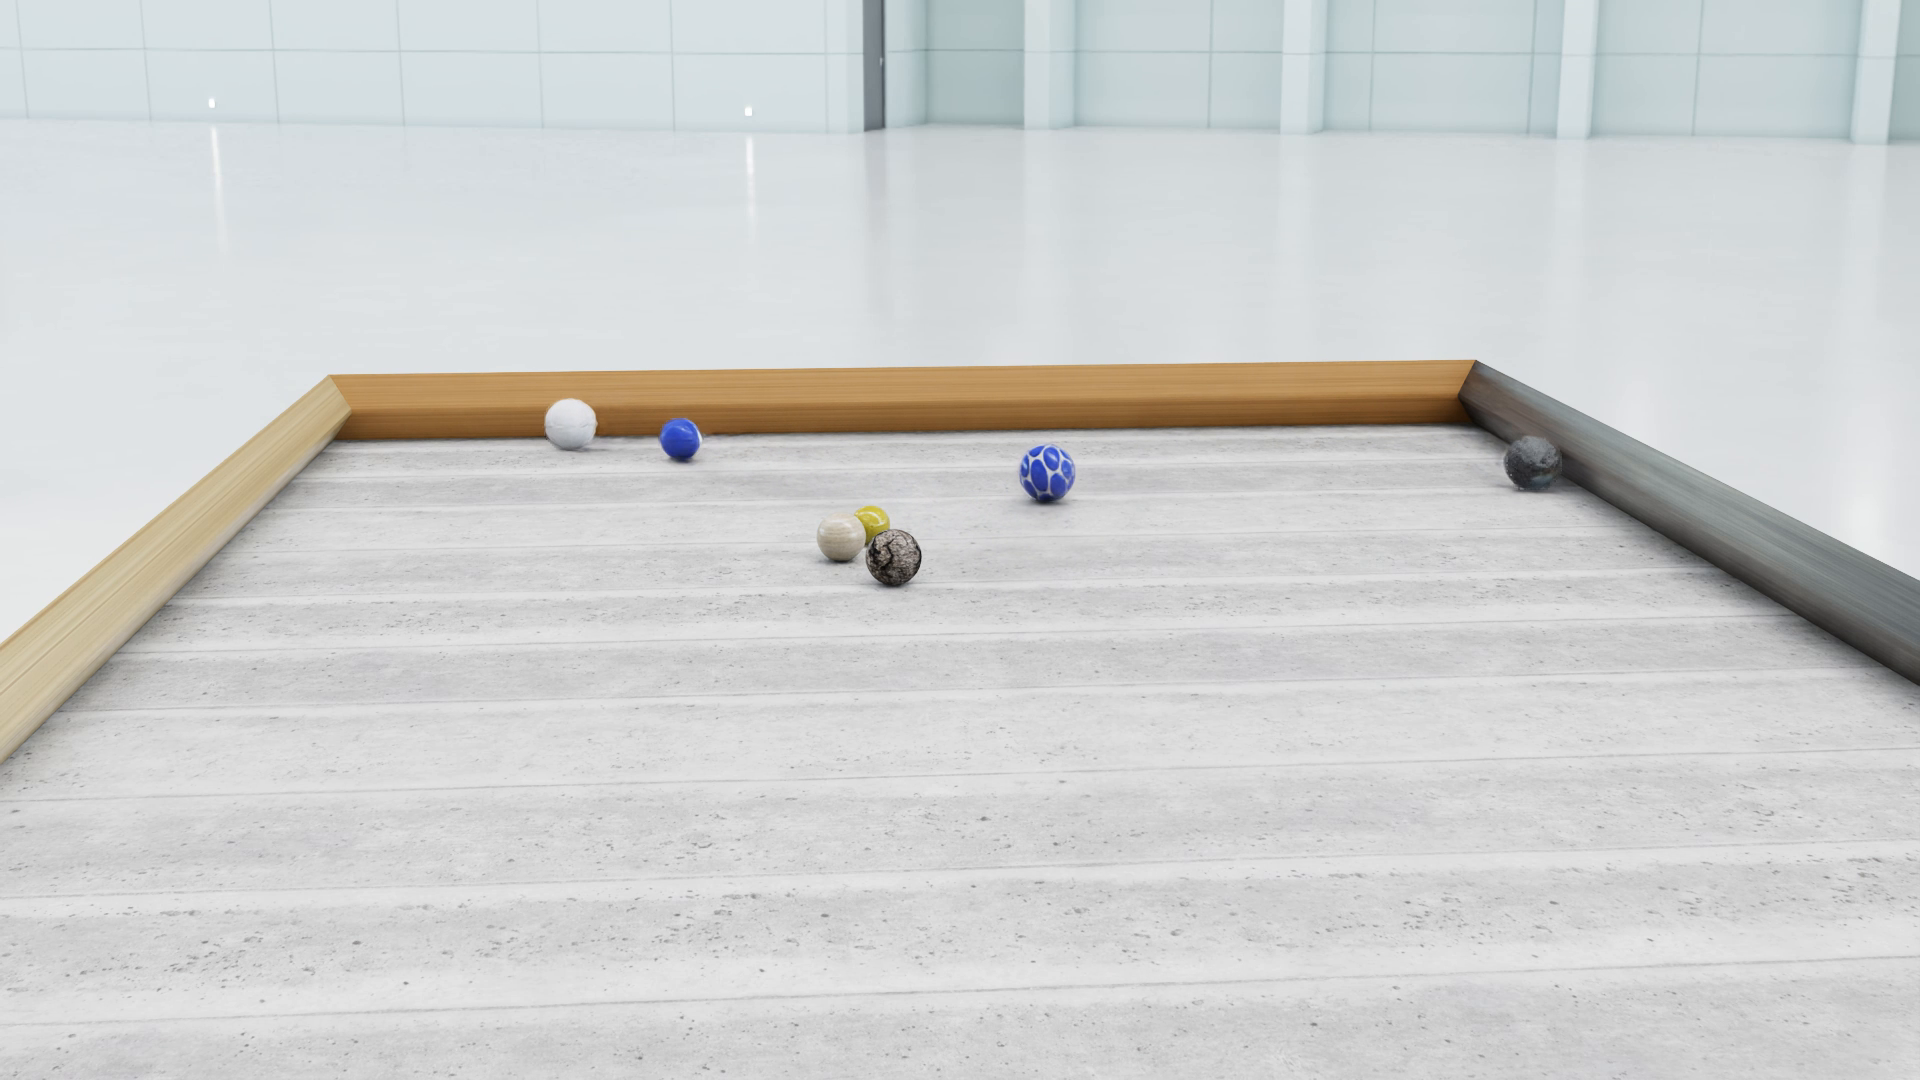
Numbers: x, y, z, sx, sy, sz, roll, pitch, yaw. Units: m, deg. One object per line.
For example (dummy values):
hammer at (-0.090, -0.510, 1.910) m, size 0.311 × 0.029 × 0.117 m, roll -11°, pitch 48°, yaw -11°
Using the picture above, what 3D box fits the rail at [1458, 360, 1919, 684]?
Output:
rail at (1.087, 0.193, 2.101) m, size 0.045 × 0.115 × 4.001 m, roll -1°, pitch 14°, yaw -5°

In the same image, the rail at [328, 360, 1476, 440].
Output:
rail at (-0.080, -0.249, 3.935) m, size 2.064 × 0.115 × 0.045 m, roll -1°, pitch 14°, yaw -5°

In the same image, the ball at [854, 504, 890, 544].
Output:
ball at (-0.127, -0.021, 3.119) m, size 0.057 × 0.057 × 0.057 m, roll 0°, pitch 14°, yaw 0°

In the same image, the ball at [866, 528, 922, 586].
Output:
ball at (-0.088, 0.023, 2.900) m, size 0.075 × 0.075 × 0.075 m, roll 0°, pitch 14°, yaw 0°

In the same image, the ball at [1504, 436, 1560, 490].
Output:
ball at (0.904, -0.122, 3.476) m, size 0.086 × 0.086 × 0.086 m, roll 0°, pitch 14°, yaw 0°

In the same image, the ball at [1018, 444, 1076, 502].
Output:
ball at (0.135, -0.103, 3.391) m, size 0.088 × 0.088 × 0.088 m, roll 0°, pitch 14°, yaw 0°

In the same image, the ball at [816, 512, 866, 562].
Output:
ball at (-0.164, -0.005, 3.026) m, size 0.068 × 0.068 × 0.068 m, roll 0°, pitch 14°, yaw 0°

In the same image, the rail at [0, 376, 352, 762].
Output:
rail at (-0.923, 0.232, 1.939) m, size 0.045 × 0.115 × 4.001 m, roll -1°, pitch 14°, yaw -5°

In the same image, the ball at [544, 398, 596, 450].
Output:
ball at (-0.671, -0.200, 3.792) m, size 0.089 × 0.089 × 0.089 m, roll 0°, pitch 14°, yaw 0°

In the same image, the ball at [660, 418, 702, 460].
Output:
ball at (-0.471, -0.169, 3.707) m, size 0.070 × 0.070 × 0.070 m, roll 0°, pitch 14°, yaw 0°
